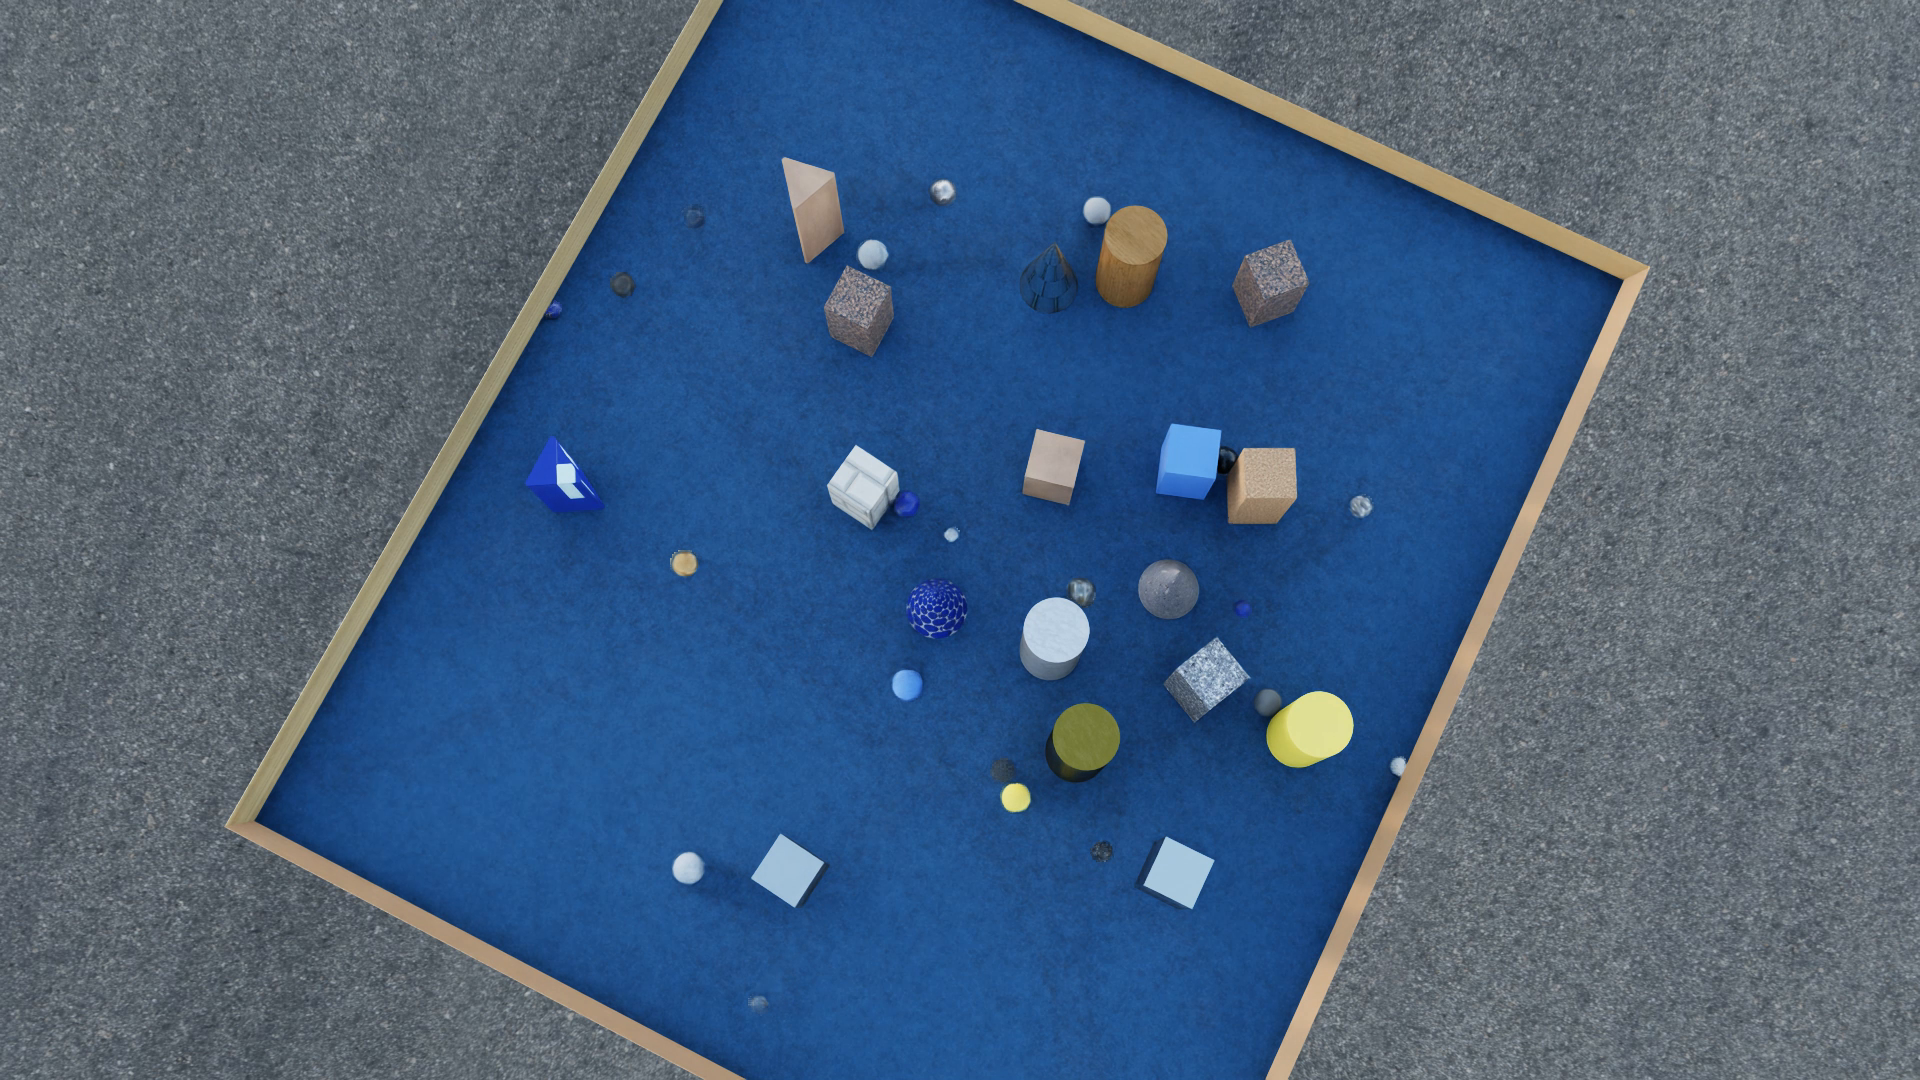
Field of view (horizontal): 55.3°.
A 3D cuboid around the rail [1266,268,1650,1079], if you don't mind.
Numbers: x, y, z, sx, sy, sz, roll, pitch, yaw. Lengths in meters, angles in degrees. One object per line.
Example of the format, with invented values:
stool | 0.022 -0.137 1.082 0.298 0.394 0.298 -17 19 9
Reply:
rail | 1.345 0.665 5.416 0.045 0.121 3.443 26 80 5

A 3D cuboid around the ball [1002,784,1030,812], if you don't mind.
ball | 0.167 0.762 5.415 0.086 0.086 0.086 0 78 0

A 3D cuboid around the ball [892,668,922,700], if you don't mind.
ball | -0.157 0.432 5.480 0.092 0.092 0.092 0 78 0

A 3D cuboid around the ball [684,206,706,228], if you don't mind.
ball | -0.840 -1.019 5.793 0.068 0.068 0.068 0 78 0

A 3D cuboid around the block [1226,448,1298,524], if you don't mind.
block | 0.897 -0.158 5.469 0.148 0.352 0.148 0 78 0

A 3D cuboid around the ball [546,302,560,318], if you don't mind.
ball | -1.275 -0.720 5.741 0.048 0.048 0.048 0 78 0

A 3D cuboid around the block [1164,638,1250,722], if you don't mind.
block | 0.717 0.412 5.354 0.148 0.347 0.148 -37 81 -7

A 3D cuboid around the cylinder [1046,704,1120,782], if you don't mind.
cylinder | 0.347 0.587 5.262 0.186 0.457 0.186 0 78 0

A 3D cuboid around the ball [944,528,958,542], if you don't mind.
ball | -0.026 -0.016 5.598 0.043 0.043 0.043 0 78 0

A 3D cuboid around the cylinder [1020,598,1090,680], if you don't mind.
cylinder | 0.272 0.293 5.355 0.186 0.392 0.186 0 78 0

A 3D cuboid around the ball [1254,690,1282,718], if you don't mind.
ball | 0.918 0.487 5.474 0.083 0.083 0.083 0 78 0

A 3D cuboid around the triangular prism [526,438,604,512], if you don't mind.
triangular prism | -1.178 -0.197 5.475 0.161 0.357 0.139 -4 78 -1

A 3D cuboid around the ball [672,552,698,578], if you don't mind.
ball | -0.834 0.074 5.562 0.077 0.077 0.077 0 78 0

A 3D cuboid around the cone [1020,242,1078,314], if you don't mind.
cone | 0.280 -0.842 5.594 0.186 0.385 0.186 0 78 0

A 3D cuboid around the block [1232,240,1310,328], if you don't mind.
block | 0.954 -0.787 5.641 0.148 0.270 0.148 -20 79 -4

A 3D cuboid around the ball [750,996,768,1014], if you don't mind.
ball | -0.582 1.346 5.312 0.050 0.050 0.050 0 78 0

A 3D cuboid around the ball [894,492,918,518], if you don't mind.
ball | -0.165 -0.107 5.599 0.078 0.078 0.078 0 78 0

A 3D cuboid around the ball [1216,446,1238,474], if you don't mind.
ball | 0.810 -0.244 5.622 0.087 0.087 0.087 0 78 0

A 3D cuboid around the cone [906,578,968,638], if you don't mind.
cone | -0.071 0.179 5.432 0.186 0.288 0.186 0 78 0

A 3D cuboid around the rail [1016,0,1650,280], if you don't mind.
rail | 0.759 -1.481 5.860 3.055 0.121 0.045 26 80 5

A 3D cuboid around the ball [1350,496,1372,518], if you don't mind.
ball | 1.225 -0.101 5.603 0.067 0.067 0.067 0 78 0

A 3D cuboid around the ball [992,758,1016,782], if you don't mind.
ball | 0.130 0.682 5.440 0.069 0.069 0.069 0 78 0

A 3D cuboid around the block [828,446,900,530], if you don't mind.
block | -0.289 -0.155 5.523 0.148 0.245 0.148 34 80 7

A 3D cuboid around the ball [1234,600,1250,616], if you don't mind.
ball | 0.856 0.205 5.549 0.049 0.049 0.049 0 78 0

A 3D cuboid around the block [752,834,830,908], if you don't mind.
block | -0.486 0.957 5.290 0.148 0.251 0.148 32 80 6

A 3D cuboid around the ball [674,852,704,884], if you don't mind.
ball | -0.795 0.961 5.371 0.092 0.092 0.092 0 78 0

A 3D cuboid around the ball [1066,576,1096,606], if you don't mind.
ball | 0.365 0.156 5.539 0.088 0.088 0.088 0 78 0

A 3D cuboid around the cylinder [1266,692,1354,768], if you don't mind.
cylinder | 1.011 0.554 5.319 0.186 0.358 0.186 0 78 0

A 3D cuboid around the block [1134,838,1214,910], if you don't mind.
block | 0.610 0.959 5.258 0.148 0.313 0.148 26 79 5

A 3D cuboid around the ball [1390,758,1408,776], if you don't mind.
ball | 1.307 0.675 5.450 0.053 0.053 0.053 0 78 0

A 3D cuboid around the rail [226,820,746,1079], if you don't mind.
rail | -0.759 1.493 5.245 3.055 0.121 0.045 26 80 5

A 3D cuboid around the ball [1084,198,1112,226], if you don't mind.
ball | 0.433 -1.038 5.786 0.088 0.088 0.088 0 78 0

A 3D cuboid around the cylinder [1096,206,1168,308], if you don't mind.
cylinder | 0.519 -0.861 5.597 0.186 0.387 0.186 0 78 0

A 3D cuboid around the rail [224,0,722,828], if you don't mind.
rail | -1.345 -0.652 5.689 0.045 0.121 3.443 26 80 5

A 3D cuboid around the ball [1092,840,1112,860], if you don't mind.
ball | 0.421 0.914 5.397 0.059 0.059 0.059 0 78 0

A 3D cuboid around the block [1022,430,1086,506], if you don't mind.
block | 0.282 -0.218 5.543 0.148 0.232 0.148 14 79 3

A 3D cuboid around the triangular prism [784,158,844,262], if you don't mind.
triangular prism | -0.473 -1.025 5.595 0.161 0.456 0.139 -42 81 -8

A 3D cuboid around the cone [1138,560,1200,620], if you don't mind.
cone | 0.636 0.120 5.441 0.186 0.295 0.186 0 78 0

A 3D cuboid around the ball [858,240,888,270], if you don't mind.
ball | -0.273 -0.896 5.755 0.093 0.093 0.093 0 78 0

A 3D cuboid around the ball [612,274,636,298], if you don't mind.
ball | -1.054 -0.797 5.744 0.073 0.073 0.073 0 78 0

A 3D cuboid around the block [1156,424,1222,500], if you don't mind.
block | 0.687 -0.234 5.525 0.148 0.273 0.148 8 78 2

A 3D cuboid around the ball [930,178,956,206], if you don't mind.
ball | -0.056 -1.102 5.801 0.084 0.084 0.084 0 78 0

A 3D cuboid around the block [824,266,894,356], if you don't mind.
block | -0.307 -0.698 5.616 0.148 0.283 0.148 27 80 5
